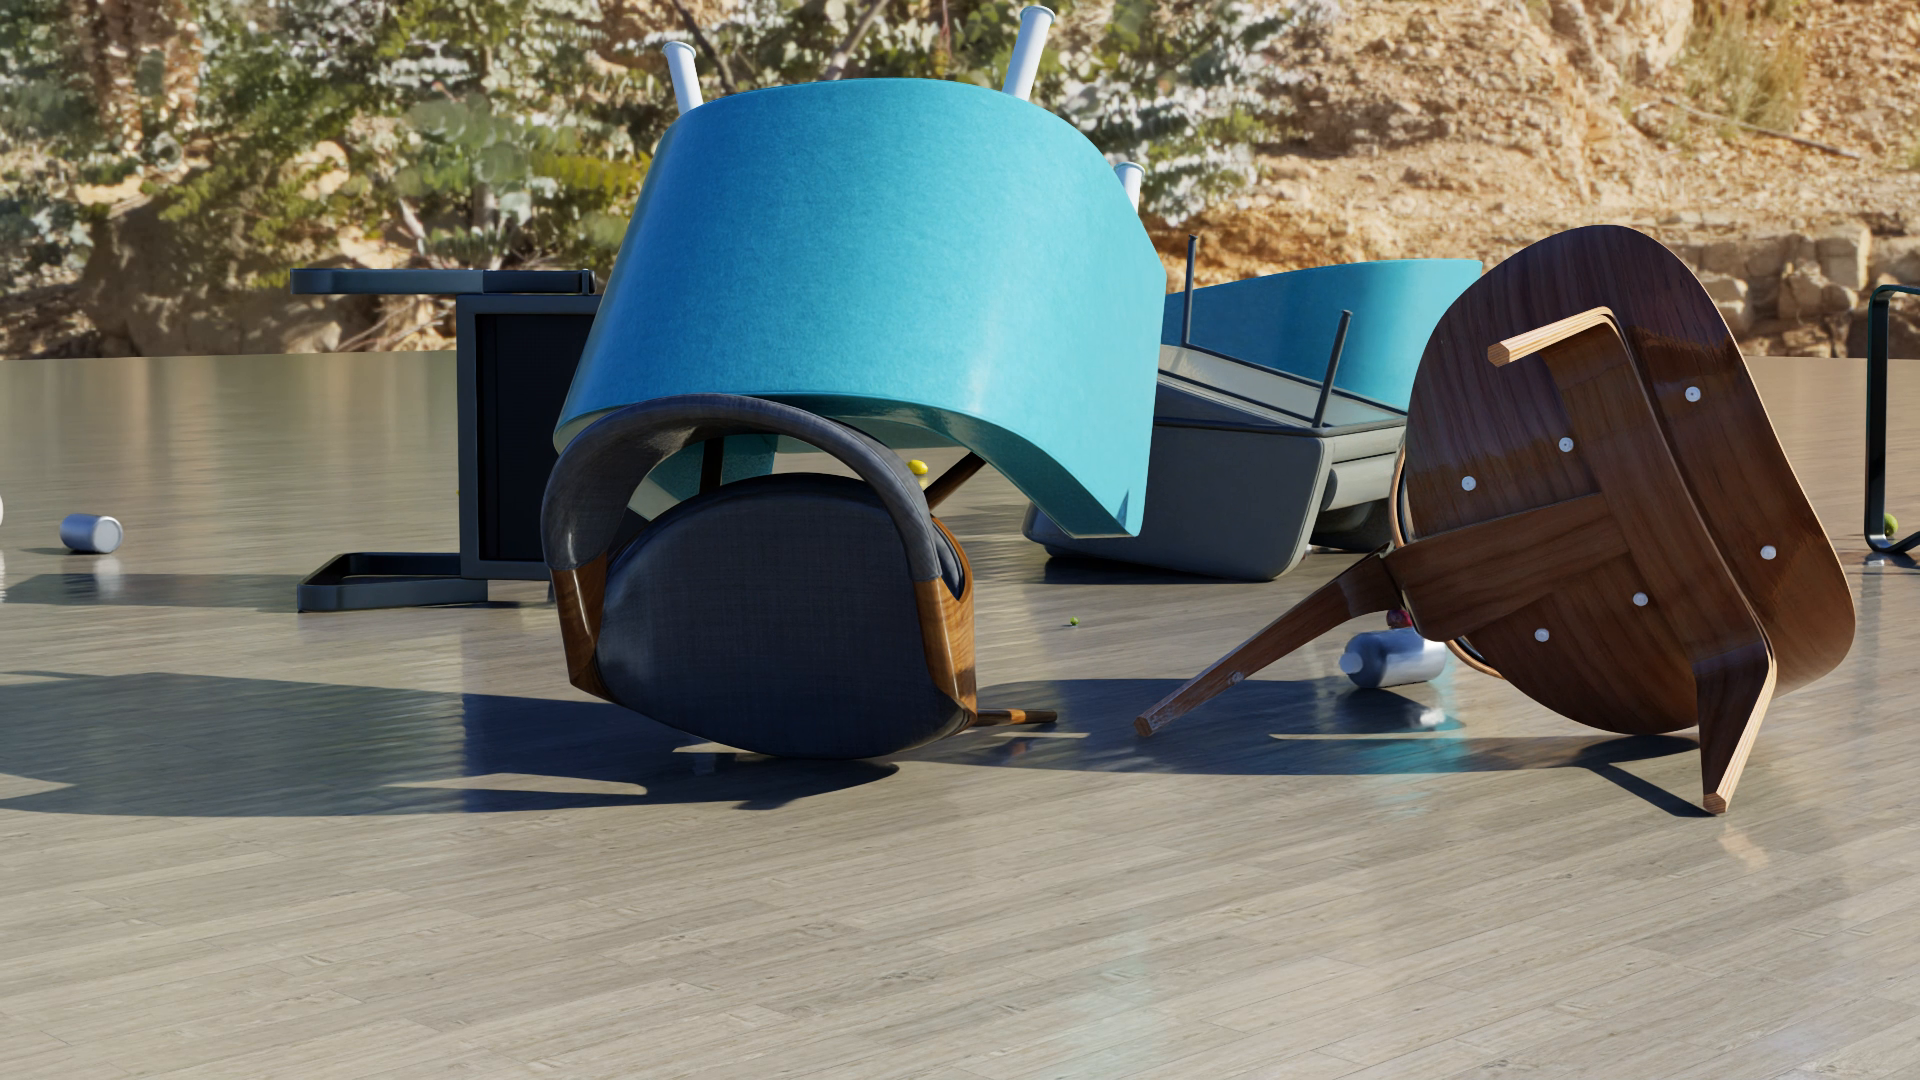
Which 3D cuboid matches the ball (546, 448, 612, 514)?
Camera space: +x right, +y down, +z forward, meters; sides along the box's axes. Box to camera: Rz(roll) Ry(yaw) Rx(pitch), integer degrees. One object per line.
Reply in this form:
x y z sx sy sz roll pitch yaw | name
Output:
-1.054 -0.162 7.100 0.182 0.182 0.182 0 6 0 | ball

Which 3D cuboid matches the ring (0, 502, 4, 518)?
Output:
-2.528 -0.069 6.376 0.284 0.144 0.259 -6 3 -7 | ring

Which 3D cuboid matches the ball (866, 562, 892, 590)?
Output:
-0.171 0.075 5.407 0.057 0.057 0.057 0 6 0 | ball

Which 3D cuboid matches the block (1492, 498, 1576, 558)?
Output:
1.366 -0.031 6.101 0.194 0.125 0.085 -4 7 -36 | block

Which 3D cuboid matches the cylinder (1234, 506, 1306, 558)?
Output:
0.725 -0.018 5.995 0.164 0.120 0.131 1 -18 7 | cylinder

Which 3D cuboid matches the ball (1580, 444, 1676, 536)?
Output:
1.687 -0.127 6.484 0.237 0.237 0.237 0 6 0 | ball

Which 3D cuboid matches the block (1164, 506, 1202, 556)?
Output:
0.527 -0.022 6.077 0.069 0.111 0.094 -1 6 -8 | block
